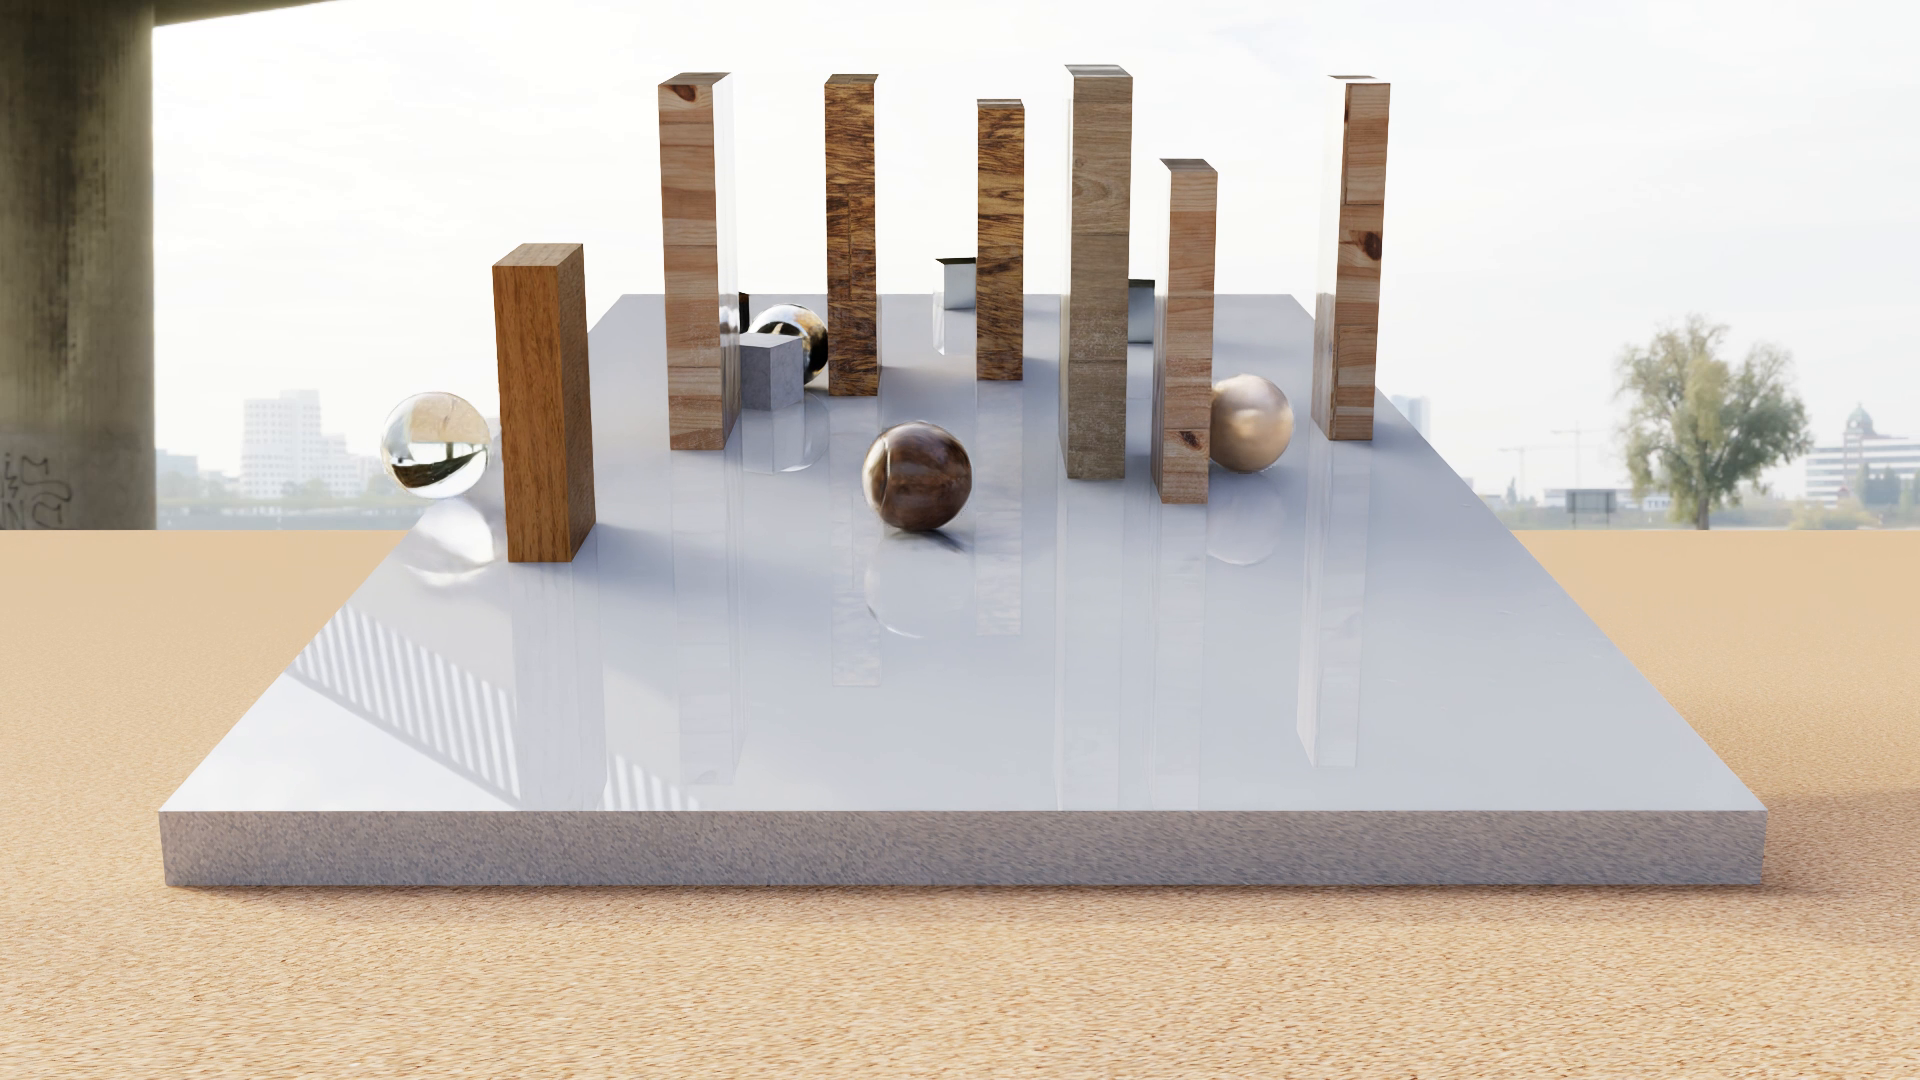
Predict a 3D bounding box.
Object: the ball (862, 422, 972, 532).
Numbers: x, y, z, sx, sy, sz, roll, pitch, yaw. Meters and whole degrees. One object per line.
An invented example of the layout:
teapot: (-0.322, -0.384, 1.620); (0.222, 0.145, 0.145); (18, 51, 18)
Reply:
ball: (-0.077, -0.114, 3.977); (0.200, 0.200, 0.200); (0, 0, 0)

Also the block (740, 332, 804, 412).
block: (-0.461, -0.388, 5.057); (0.147, 0.147, 0.147); (8, 17, 25)

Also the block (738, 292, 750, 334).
block: (-0.643, -0.581, 5.771); (0.135, 0.135, 0.135); (-10, 18, -31)

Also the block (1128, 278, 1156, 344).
block: (0.464, -0.610, 5.853); (0.148, 0.148, 0.148); (2, 16, 7)

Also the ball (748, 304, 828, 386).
ball: (-0.408, -0.459, 5.212); (0.202, 0.202, 0.202); (0, 0, 0)

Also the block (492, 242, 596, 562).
block: (-0.726, -0.246, 3.862); (0.109, 0.514, 0.274); (0, 16, 0)

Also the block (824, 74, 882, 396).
block: (-0.251, -0.732, 5.230); (0.114, 0.716, 0.369); (0, 16, 0)

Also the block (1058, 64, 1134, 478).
block: (0.270, -0.553, 4.465); (0.114, 0.784, 0.399); (0, 16, 0)

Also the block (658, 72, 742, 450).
block: (-0.553, -0.606, 4.714); (0.112, 0.751, 0.415); (0, 16, 0)

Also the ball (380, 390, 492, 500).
ball: (-1.000, -0.181, 4.199); (0.208, 0.208, 0.208); (0, 0, 0)

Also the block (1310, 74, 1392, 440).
block: (0.835, -0.607, 4.724); (0.093, 0.751, 0.247); (0, 16, 0)

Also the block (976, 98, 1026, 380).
block: (0.096, -0.741, 5.393); (0.111, 0.647, 0.320); (0, 16, 0)

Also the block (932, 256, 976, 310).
block: (0.000, -0.742, 6.362); (0.130, 0.130, 0.130); (-4, 16, -14)

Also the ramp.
ramp: (-0.002, -0.152, 4.673); (2.000, 0.100, 4.000); (0, 16, 0)

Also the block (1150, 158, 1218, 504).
block: (0.428, -0.405, 4.228); (0.087, 0.626, 0.253); (0, 16, 0)

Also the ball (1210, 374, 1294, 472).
ball: (0.573, -0.235, 4.421); (0.195, 0.195, 0.195); (0, 0, 0)
